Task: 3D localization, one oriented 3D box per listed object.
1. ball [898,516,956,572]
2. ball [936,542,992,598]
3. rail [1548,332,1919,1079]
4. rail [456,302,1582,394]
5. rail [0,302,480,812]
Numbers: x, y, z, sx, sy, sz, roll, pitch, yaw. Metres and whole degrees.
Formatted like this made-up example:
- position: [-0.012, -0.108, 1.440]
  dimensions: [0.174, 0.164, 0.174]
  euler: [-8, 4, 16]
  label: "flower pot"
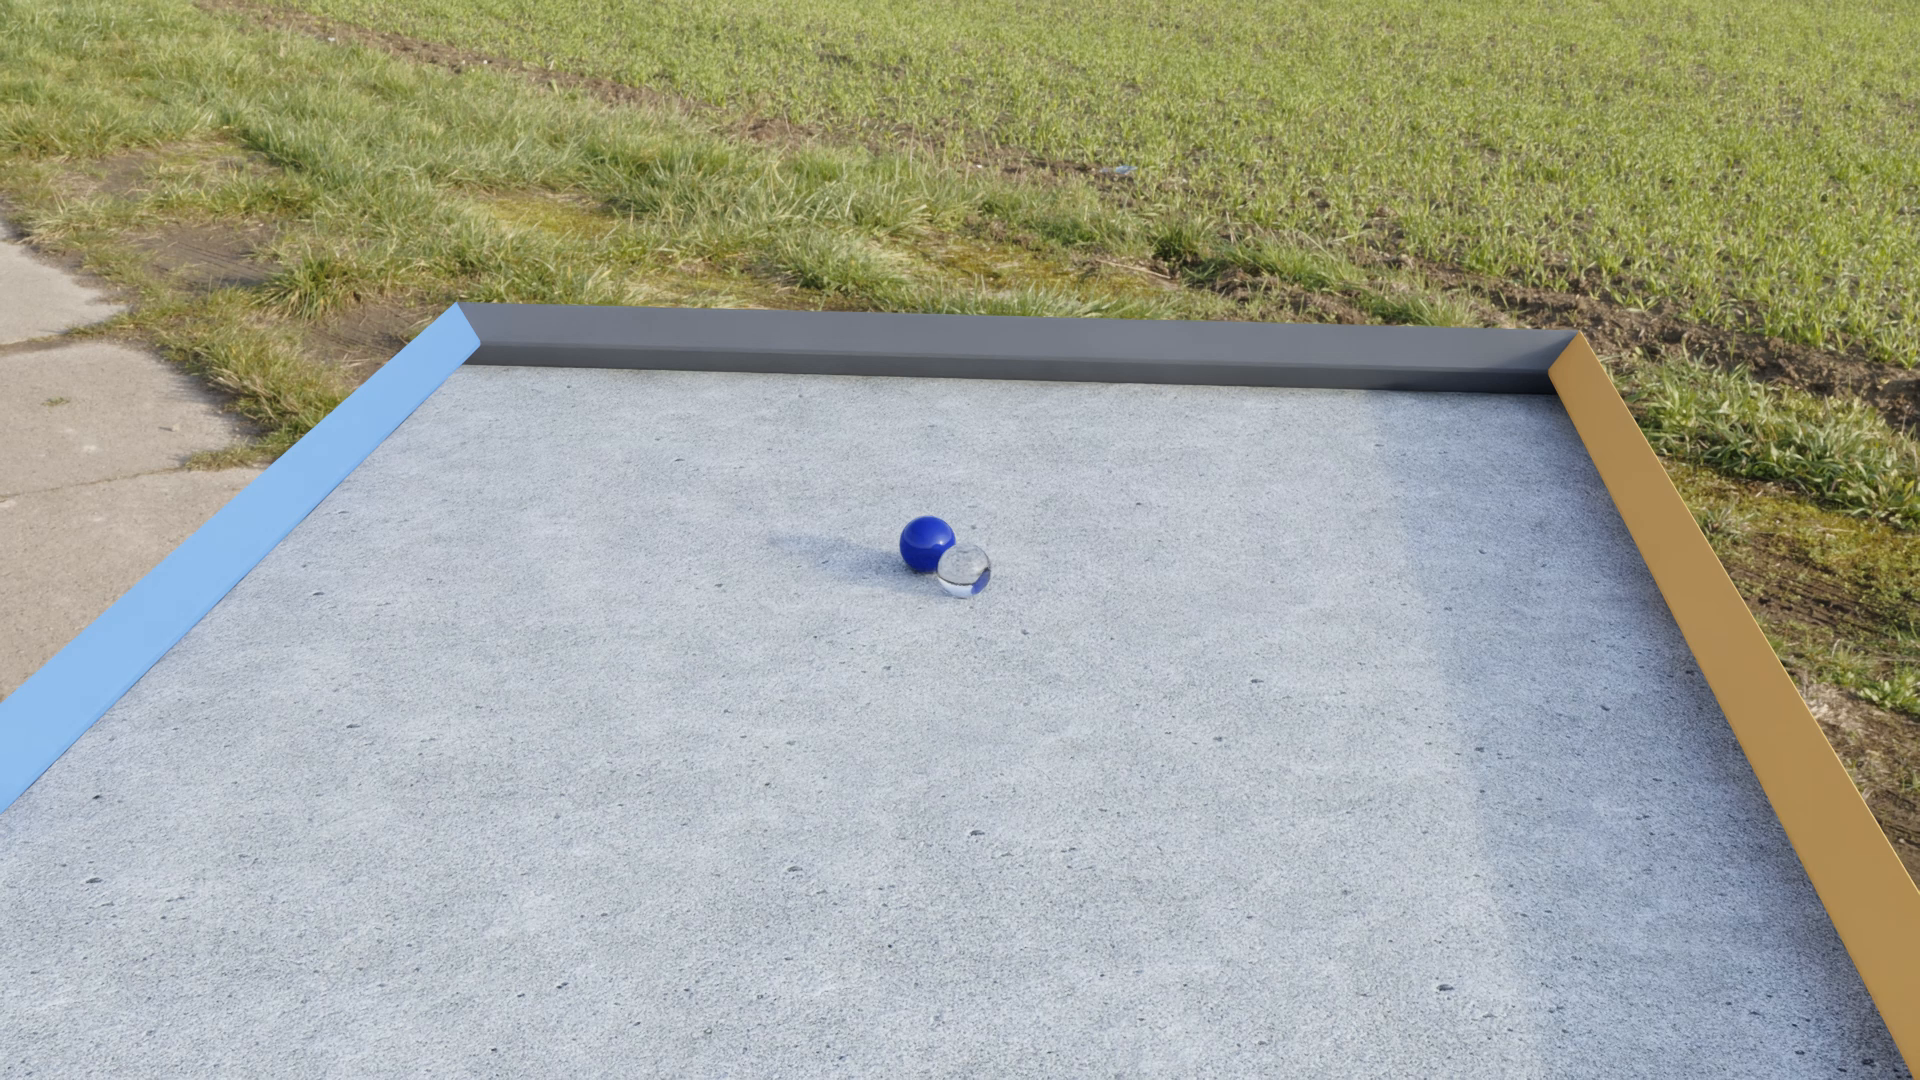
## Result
- position: [-0.034, 0.004, 2.340]
  dimensions: [0.061, 0.061, 0.061]
  euler: [0, 22, 0]
  label: "ball"
- position: [0.005, 0.031, 2.277]
  dimensions: [0.057, 0.057, 0.057]
  euler: [0, 22, 0]
  label: "ball"
- position: [0.669, 0.257, 1.668]
  dimensions: [0.045, 0.088, 2.669]
  euler: [2, 22, 5]
  label: "rail"
- position: [0.059, -0.251, 2.943]
  dimensions: [1.514, 0.088, 0.045]
  euler: [2, 22, 5]
  label: "rail"
- position: [-0.791, 0.207, 1.793]
  dimensions: [0.045, 0.088, 2.669]
  euler: [2, 22, 5]
  label: "rail"
